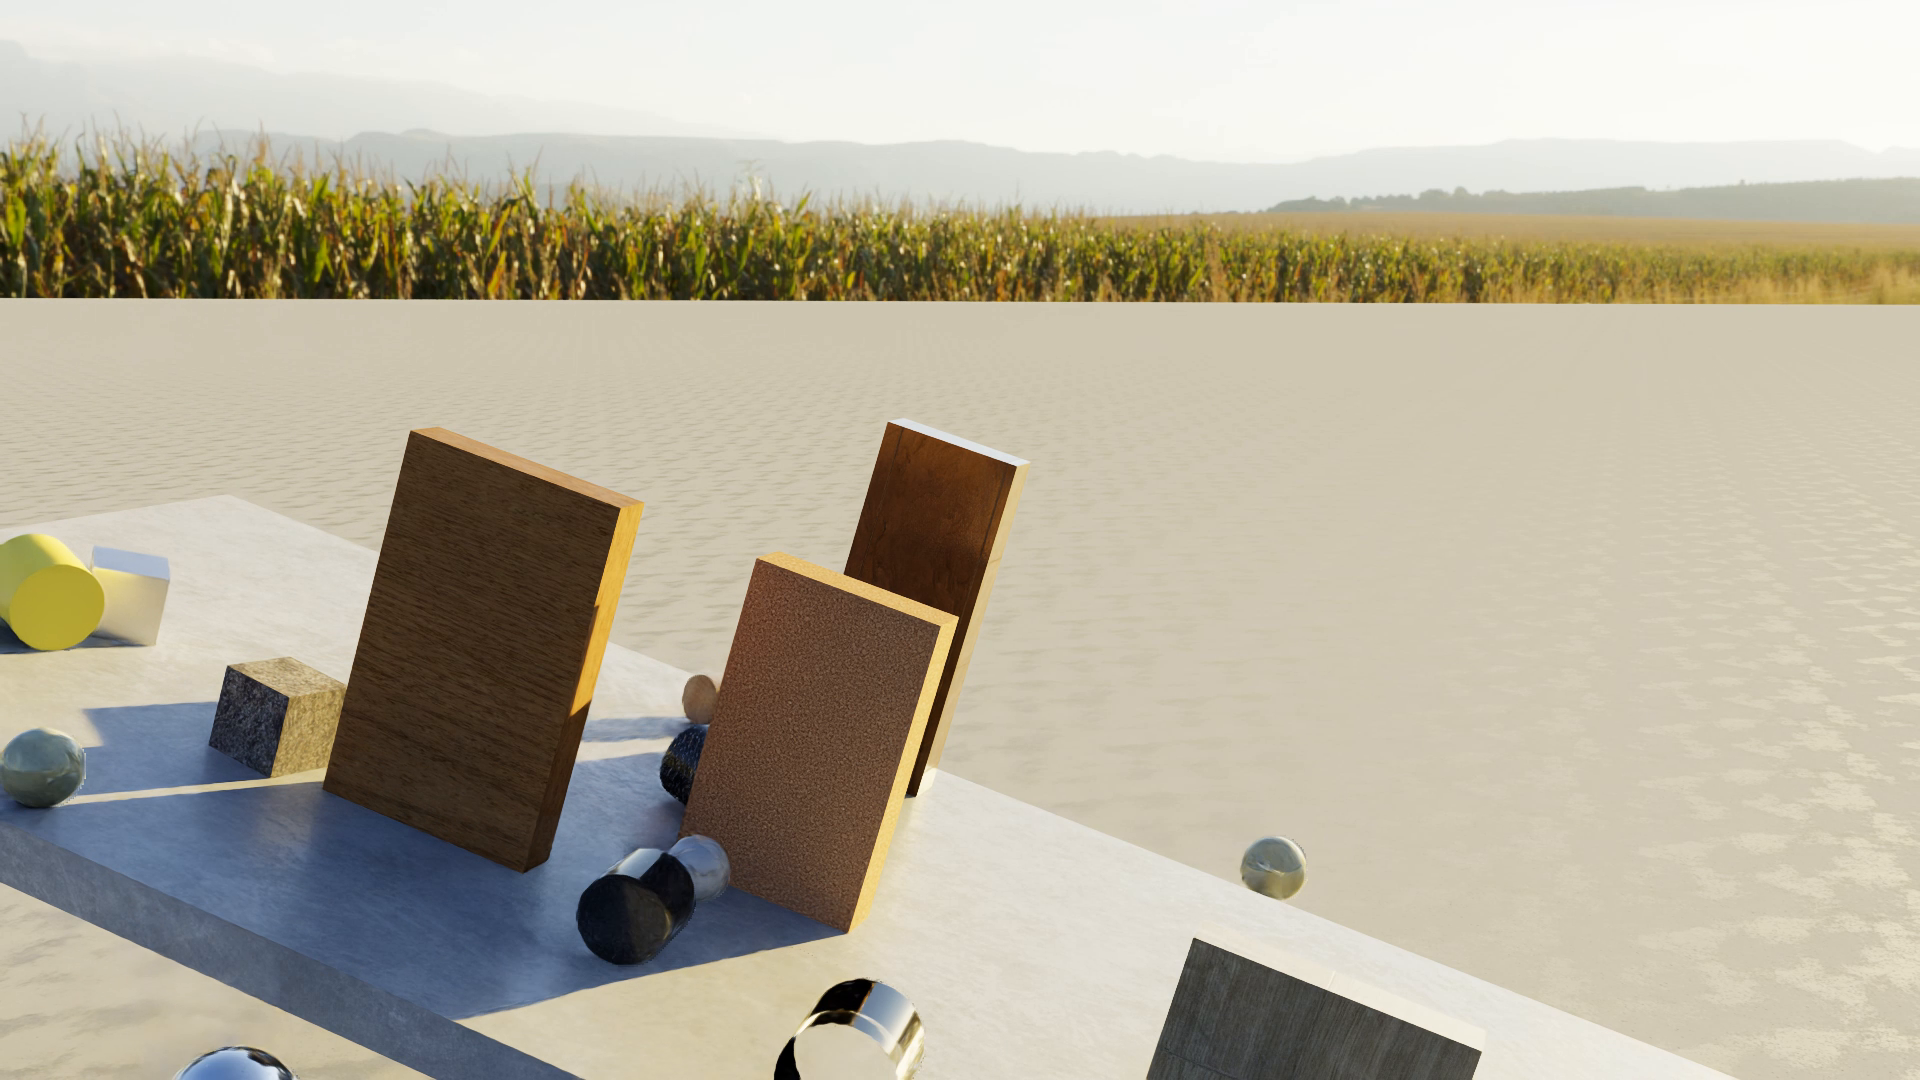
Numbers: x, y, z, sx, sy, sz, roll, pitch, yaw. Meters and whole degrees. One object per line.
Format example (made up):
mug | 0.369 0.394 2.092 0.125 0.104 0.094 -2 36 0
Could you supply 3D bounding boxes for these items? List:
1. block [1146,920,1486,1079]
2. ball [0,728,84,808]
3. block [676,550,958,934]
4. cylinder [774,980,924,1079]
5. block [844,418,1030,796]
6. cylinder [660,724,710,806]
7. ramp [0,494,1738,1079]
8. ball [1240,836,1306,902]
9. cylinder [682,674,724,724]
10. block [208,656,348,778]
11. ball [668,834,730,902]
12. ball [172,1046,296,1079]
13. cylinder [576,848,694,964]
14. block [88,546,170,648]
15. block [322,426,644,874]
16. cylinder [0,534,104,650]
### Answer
block | 0.499 0.866 3.301 0.442 0.445 0.090 20 12 14
ball | -1.497 0.371 3.585 0.131 0.131 0.131 0 7 0
block | -0.274 0.374 4.099 0.372 0.611 0.109 20 12 14
cylinder | -0.166 0.792 3.346 0.190 0.190 0.190 1 9 11
block | -0.112 0.151 4.939 0.310 0.785 0.113 20 12 14
cylinder | -0.488 0.478 4.425 0.164 0.164 0.164 -7 25 -44
ramp | -0.365 0.698 4.231 4.000 0.100 2.000 20 12 14
ball | 0.927 0.972 6.502 0.194 0.194 0.194 0 7 0
cylinder | -0.548 0.362 5.001 0.117 0.117 0.117 6 2 41
block | -1.257 0.326 4.066 0.159 0.159 0.159 22 13 24
ball | -0.479 0.596 3.996 0.119 0.119 0.119 0 7 0
ball | -1.035 0.822 3.125 0.202 0.202 0.202 0 7 0
cylinder | -0.545 0.616 3.705 0.155 0.155 0.155 1 8 11
block | -1.698 0.114 4.469 0.146 0.146 0.146 11 13 -25
block | -0.856 0.194 3.925 0.423 0.689 0.096 20 12 14
cylinder | -1.797 0.101 4.309 0.178 0.178 0.178 -6 23 -39
